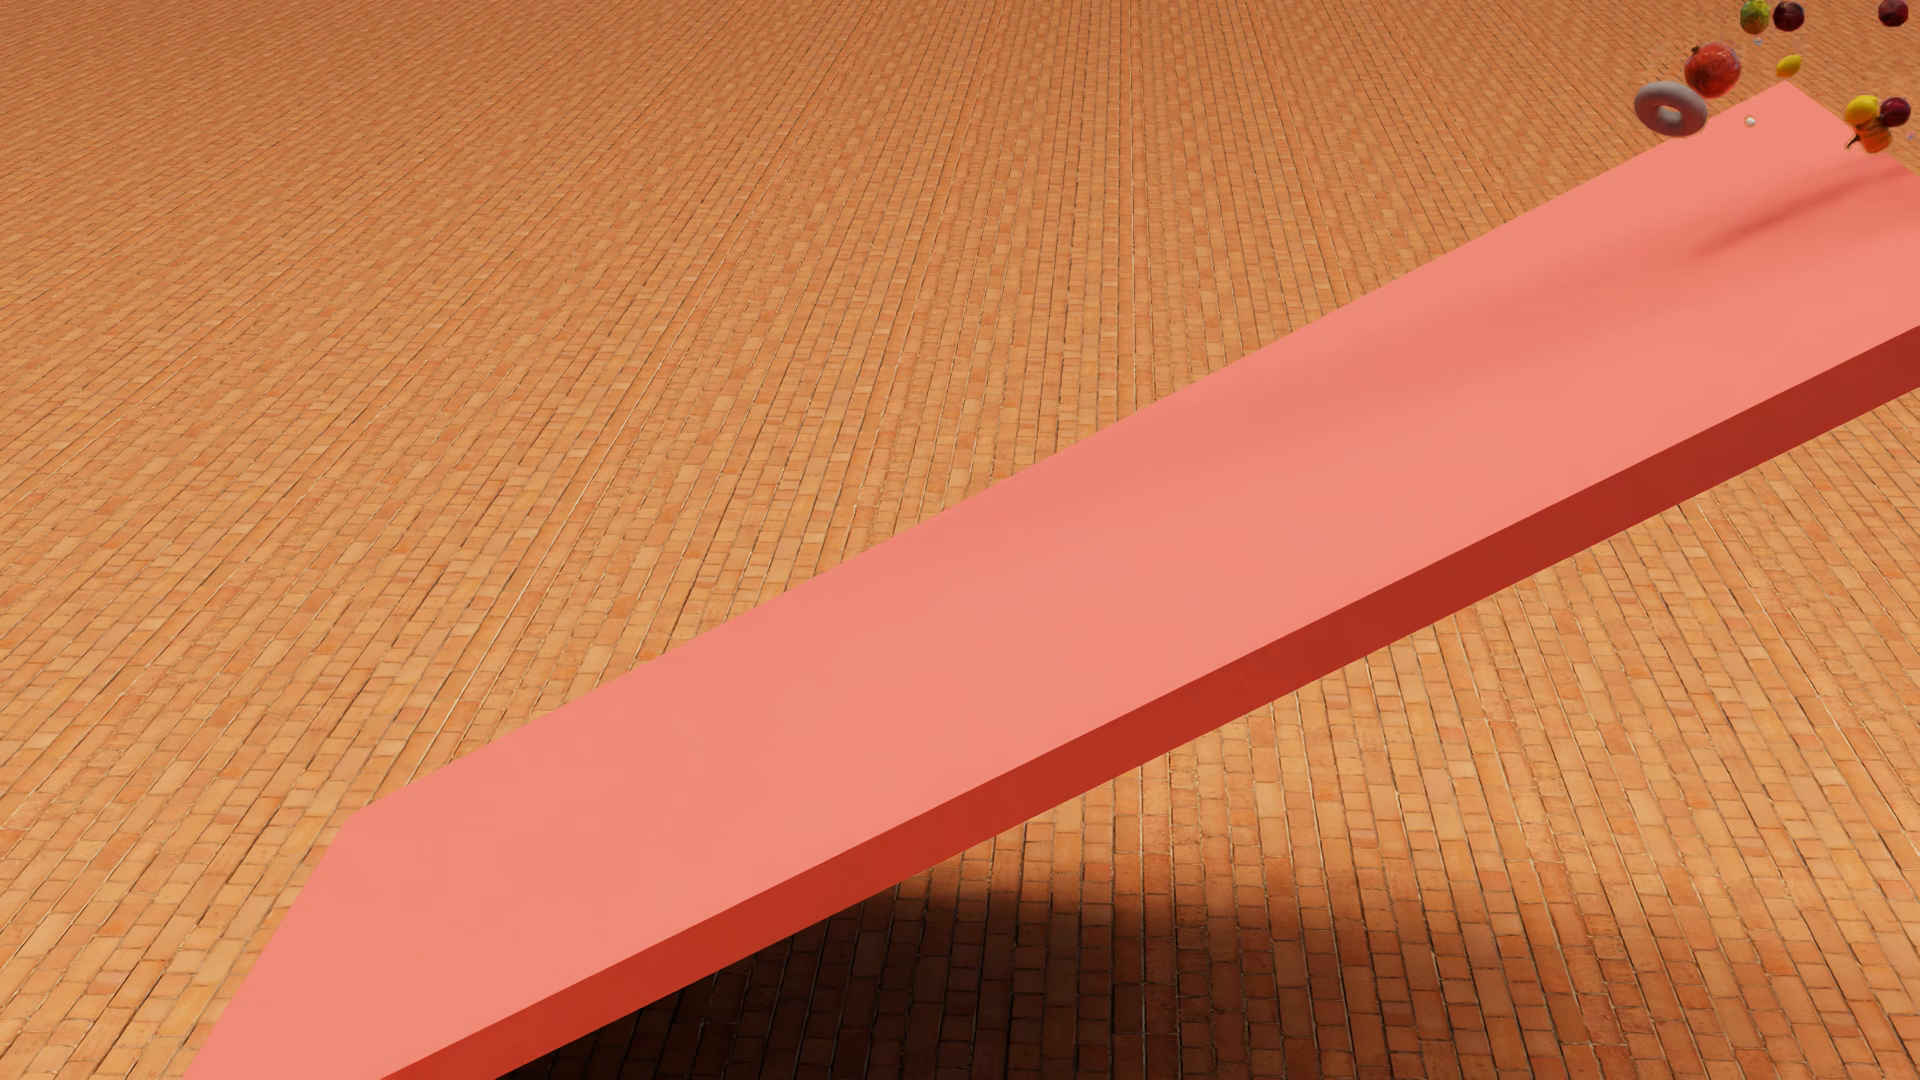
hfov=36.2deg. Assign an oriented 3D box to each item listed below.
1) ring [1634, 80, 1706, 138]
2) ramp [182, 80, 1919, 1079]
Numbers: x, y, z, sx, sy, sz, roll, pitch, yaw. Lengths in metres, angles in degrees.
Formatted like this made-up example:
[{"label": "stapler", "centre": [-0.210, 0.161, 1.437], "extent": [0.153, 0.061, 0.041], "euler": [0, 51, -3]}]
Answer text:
[{"label": "ring", "centre": [1.436, -0.871, 5.942], "extent": [0.150, 0.150, 0.050], "euler": [11, 64, 31]}, {"label": "ramp", "centre": [0.141, 0.167, 6.282], "extent": [4.000, 0.100, 2.000], "euler": [-27, 14, 11]}]
